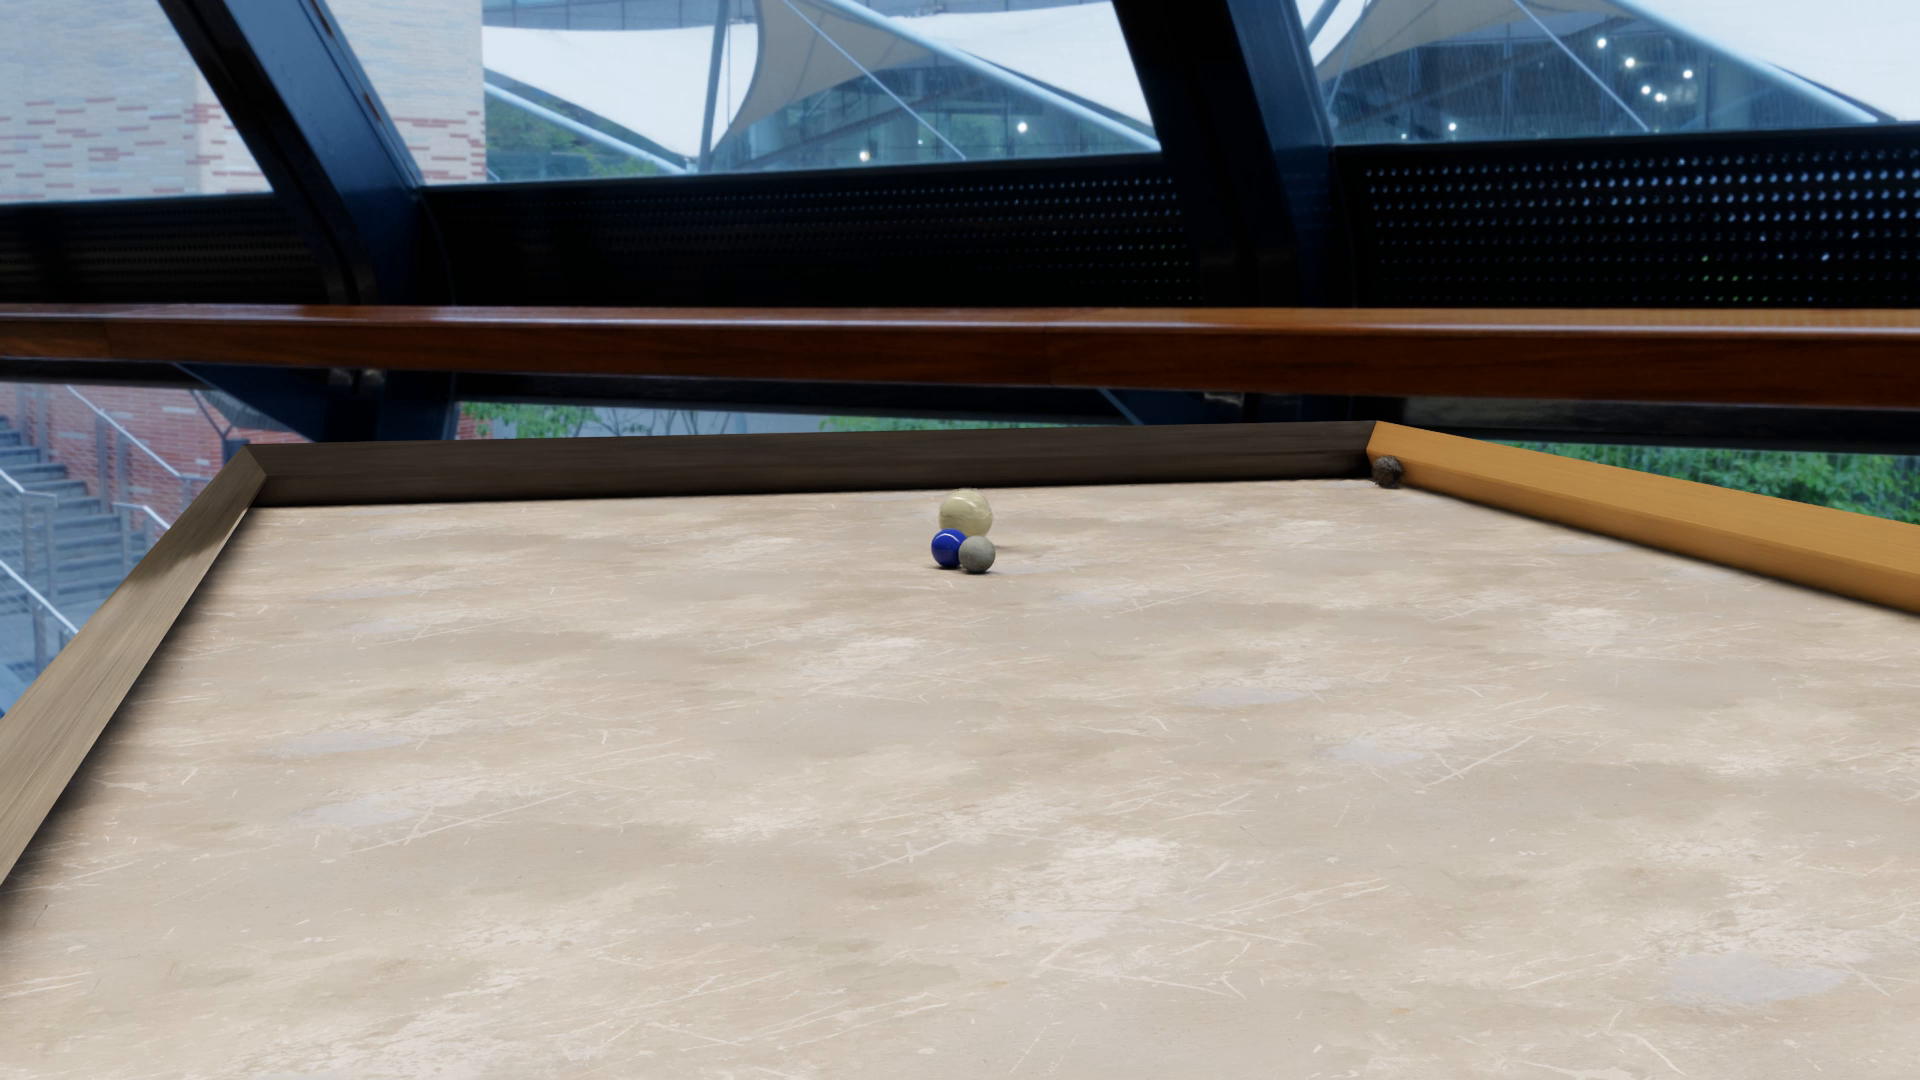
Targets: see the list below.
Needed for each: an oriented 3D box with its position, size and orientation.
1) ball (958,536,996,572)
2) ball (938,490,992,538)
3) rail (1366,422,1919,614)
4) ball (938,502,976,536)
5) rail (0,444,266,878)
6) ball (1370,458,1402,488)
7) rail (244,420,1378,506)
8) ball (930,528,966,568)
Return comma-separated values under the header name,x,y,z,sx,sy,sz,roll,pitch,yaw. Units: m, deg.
name,x,y,z,sx,sy,sz,roll,pitch,yaw
ball,0.027,0.022,3.454,0.059,0.059,0.059,0,8,0
ball,0.009,-0.039,3.765,0.094,0.094,0.094,0,8,0
rail,1.371,0.072,2.856,0.045,0.122,4.092,-2,8,-13
ball,-0.005,-0.034,3.843,0.063,0.063,0.063,0,8,0
rail,-0.893,0.146,2.317,0.045,0.122,4.092,-2,8,-13
ball,0.898,-0.143,4.636,0.063,0.063,0.063,0,8,0
rail,-0.233,-0.160,4.534,2.377,0.122,0.045,-2,8,-13
ball,-0.016,0.013,3.507,0.063,0.063,0.063,0,8,0
